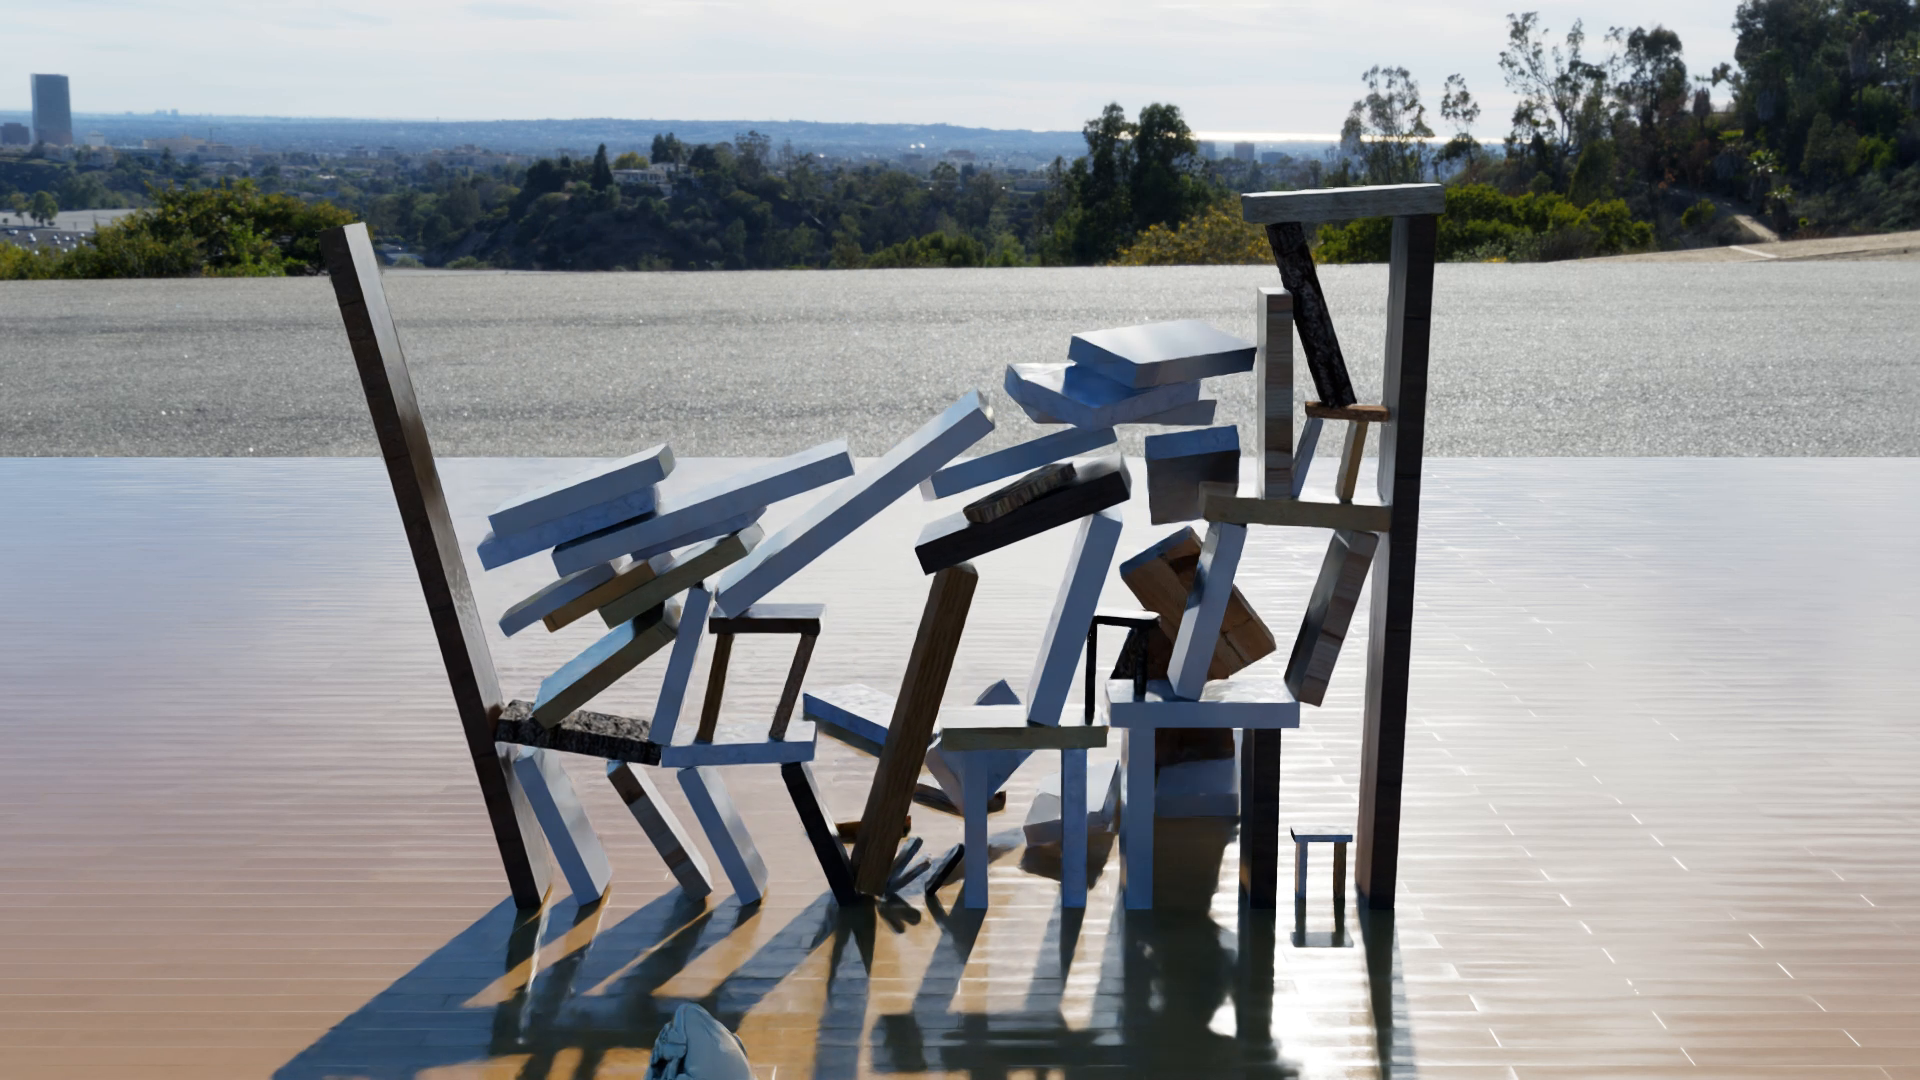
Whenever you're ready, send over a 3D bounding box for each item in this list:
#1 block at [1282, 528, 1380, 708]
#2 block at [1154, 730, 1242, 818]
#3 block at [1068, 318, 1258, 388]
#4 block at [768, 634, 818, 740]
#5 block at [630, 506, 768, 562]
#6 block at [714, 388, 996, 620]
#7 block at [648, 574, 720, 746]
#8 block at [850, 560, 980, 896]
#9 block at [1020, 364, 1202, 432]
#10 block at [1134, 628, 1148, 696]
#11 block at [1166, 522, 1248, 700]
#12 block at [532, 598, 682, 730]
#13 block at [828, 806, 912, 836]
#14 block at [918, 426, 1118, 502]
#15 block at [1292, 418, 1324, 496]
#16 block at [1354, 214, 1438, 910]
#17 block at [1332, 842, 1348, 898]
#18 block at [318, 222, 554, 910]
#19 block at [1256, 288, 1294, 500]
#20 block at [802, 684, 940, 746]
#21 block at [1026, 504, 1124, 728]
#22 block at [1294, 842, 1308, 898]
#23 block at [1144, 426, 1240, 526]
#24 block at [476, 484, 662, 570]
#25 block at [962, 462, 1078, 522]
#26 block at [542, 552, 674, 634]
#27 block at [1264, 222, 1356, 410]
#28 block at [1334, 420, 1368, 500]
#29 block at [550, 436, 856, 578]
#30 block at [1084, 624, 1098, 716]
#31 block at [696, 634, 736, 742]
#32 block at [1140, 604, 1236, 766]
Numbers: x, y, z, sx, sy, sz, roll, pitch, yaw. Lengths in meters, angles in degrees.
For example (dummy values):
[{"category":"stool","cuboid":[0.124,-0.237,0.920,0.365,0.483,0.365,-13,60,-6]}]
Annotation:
[{"category":"block","cuboid":[0.603,0.114,3.583,0.041,0.292,0.146,17,10,-3]},{"category":"block","cuboid":[0.462,0.443,4.198,0.153,0.043,0.307,-3,17,11]},{"category":"block","cuboid":[0.325,-0.300,3.514,0.288,0.041,0.144,-12,31,-42]},{"category":"block","cuboid":[-0.270,0.228,3.599,0.026,0.181,0.090,18,12,-3]},{"category":"block","cuboid":[-0.425,-0.021,3.567,0.209,0.030,0.104,-16,13,14]},{"category":"block","cuboid":[-0.170,-0.060,3.542,0.525,0.043,0.153,-36,13,8]},{"category":"block","cuboid":[-0.452,0.191,3.602,0.038,0.265,0.133,16,10,-4]},{"category":"block","cuboid":[-0.078,0.299,3.624,0.050,0.551,0.175,16,7,-7]},{"category":"block","cuboid":[0.239,-0.236,3.445,0.140,0.040,0.280,26,29,34]},{"category":"block","cuboid":[0.296,0.193,3.595,0.016,0.110,0.055,2,11,0]},{"category":"block","cuboid":[0.402,0.102,3.587,0.041,0.292,0.146,14,10,-2]},{"category":"block","cuboid":[-0.572,0.195,3.567,0.266,0.038,0.133,-35,17,9]},{"category":"block","cuboid":[-0.184,0.512,4.023,0.171,0.024,0.085,-4,11,-19]},{"category":"block","cuboid":[0.090,-0.130,3.576,0.307,0.043,0.153,-18,2,-9]},{"category":"block","cuboid":[0.553,-0.137,3.538,0.018,0.128,0.064,16,11,-1]},{"category":"block","cuboid":[0.703,0.038,3.563,0.042,1.123,0.148,1,11,1]},{"category":"block","cuboid":[0.632,0.542,3.662,0.014,0.096,0.048,0,11,0]},{"category":"block","cuboid":[-0.838,0.047,3.558,0.041,1.130,0.144,-14,11,1]},{"category":"block","cuboid":[0.503,-0.237,3.518,0.042,0.323,0.149,-1,11,2]},{"category":"block","cuboid":[-0.164,0.380,4.687,0.144,0.041,0.443,-7,13,-32]},{"category":"block","cuboid":[0.185,0.113,3.579,0.050,0.350,0.175,17,11,-2]},{"category":"block","cuboid":[0.568,0.542,3.662,0.014,0.096,0.048,0,11,0]},{"category":"block","cuboid":[0.387,-0.105,3.661,0.149,0.042,0.298,-7,-21,4]},{"category":"block","cuboid":[-0.630,-0.030,3.559,0.287,0.041,0.144,-20,11,0]},{"category":"block","cuboid":[0.096,-0.076,3.517,0.171,0.024,0.086,-28,11,-20]},{"category":"block","cuboid":[-0.574,0.079,3.590,0.209,0.030,0.104,-28,10,15]},{"category":"block","cuboid":[0.555,-0.359,3.485,0.042,0.296,0.148,-18,9,5]},{"category":"block","cuboid":[0.629,-0.133,3.535,0.018,0.128,0.064,10,10,-2]},{"category":"block","cuboid":[-0.407,-0.055,3.523,0.494,0.040,0.140,-19,13,1]},{"category":"block","cuboid":[0.216,0.210,3.619,0.016,0.152,0.055,2,11,2]},{"category":"block","cuboid":[-0.398,0.230,3.601,0.026,0.181,0.090,12,12,-4]},{"category":"block","cuboid":[0.432,0.267,4.178,0.153,0.307,0.043,-6,12,1]}]
